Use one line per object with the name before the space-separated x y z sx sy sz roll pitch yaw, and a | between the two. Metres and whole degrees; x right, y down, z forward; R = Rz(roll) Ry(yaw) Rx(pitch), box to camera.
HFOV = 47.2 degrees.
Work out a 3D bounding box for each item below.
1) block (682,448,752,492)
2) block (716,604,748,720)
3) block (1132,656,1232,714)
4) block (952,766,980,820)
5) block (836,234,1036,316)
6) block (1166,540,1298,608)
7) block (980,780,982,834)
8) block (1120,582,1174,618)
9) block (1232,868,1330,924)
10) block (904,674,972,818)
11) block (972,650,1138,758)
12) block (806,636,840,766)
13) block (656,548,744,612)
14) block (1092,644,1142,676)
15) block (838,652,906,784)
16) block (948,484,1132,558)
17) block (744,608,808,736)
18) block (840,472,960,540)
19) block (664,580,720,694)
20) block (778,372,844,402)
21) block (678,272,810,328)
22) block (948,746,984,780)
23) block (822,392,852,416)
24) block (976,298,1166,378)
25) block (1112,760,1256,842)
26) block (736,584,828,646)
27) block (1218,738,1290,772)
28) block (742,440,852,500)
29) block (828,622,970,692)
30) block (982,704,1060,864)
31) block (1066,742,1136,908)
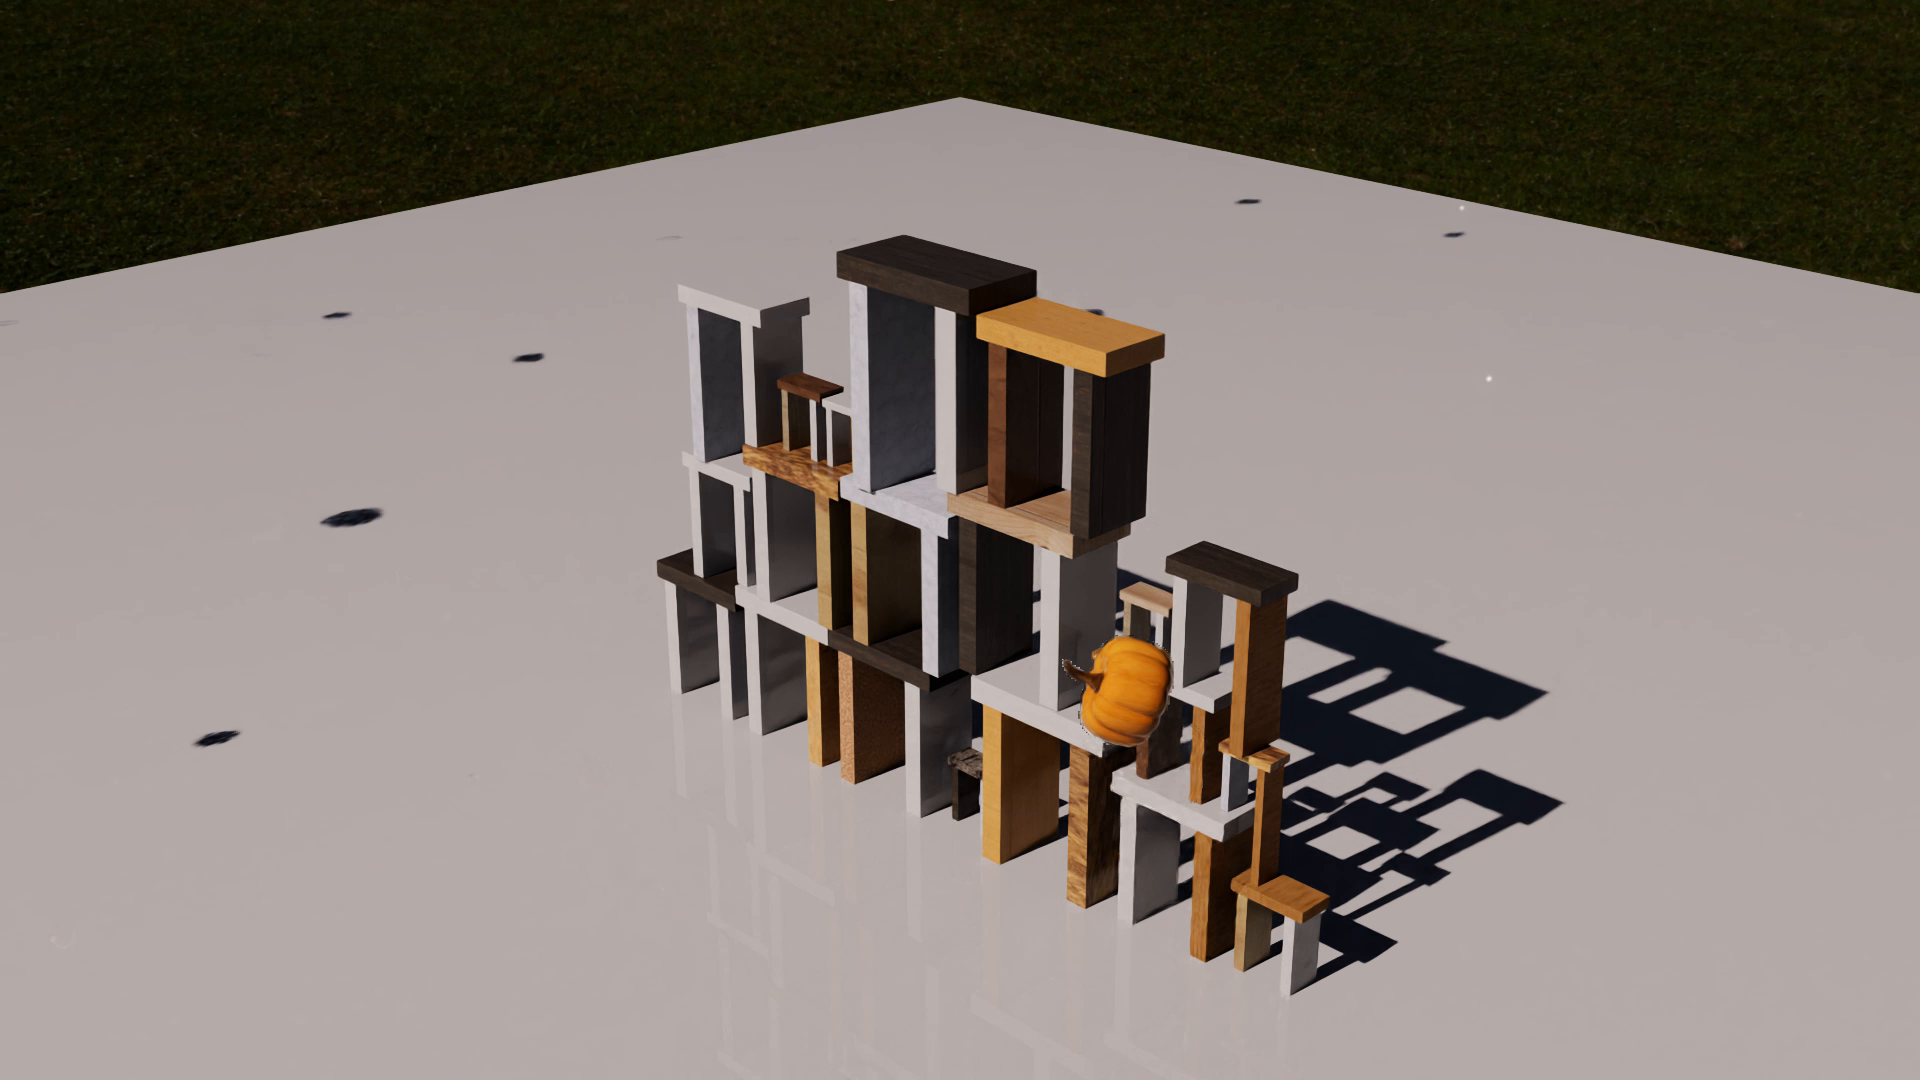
block | -0.476 -0.160 4.669 0.223 0.032 0.112 21 31 41
block | -0.464 0.248 4.830 0.038 0.270 0.135 21 31 41
block | 0.406 0.250 3.896 0.188 0.027 0.094 21 31 41
block | 0.011 0.501 4.428 0.017 0.120 0.060 21 31 41
block | -0.046 -0.492 4.063 0.175 0.050 0.350 -21 31 -41
block | 0.463 0.057 3.752 0.206 0.029 0.103 21 31 41
block | 0.068 0.523 4.376 0.017 0.120 0.060 21 31 41
block | 0.344 0.105 3.895 0.113 0.016 0.056 21 31 40
block | 0.563 0.621 3.870 0.156 0.022 0.078 21 31 41
block | -0.042 0.400 4.440 0.042 0.294 0.147 21 31 41
block | 0.199 0.304 4.130 0.334 0.047 0.167 21 31 40
block | -0.253 0.318 4.636 0.042 0.293 0.147 21 31 41
block | -0.528 0.082 4.828 0.270 0.038 0.135 21 31 41
block | 0.295 0.217 3.991 0.103 0.015 0.051 21 31 41
block | -0.181 0.346 4.568 0.042 0.294 0.147 21 31 41
block | 0.143 -0.052 4.043 0.315 0.045 0.158 21 31 41
block | -0.391 0.264 4.763 0.042 0.293 0.147 21 31 41
block | -0.076 -0.083 4.272 0.150 0.043 0.301 -21 31 -40
block | -0.592 0.199 4.947 0.038 0.270 0.135 21 31 41
block | -0.301 -0.307 4.419 0.129 0.018 0.064 21 31 41
block | -0.443 -0.492 4.493 0.261 0.037 0.131 21 31 41
block | 0.040 0.449 4.375 0.120 0.017 0.060 21 31 41
block | -0.214 -0.264 4.339 0.112 0.016 0.056 21 31 40
block | 0.192 -0.359 3.865 0.154 0.044 0.308 -21 31 -40
block | 0.414 0.459 3.966 0.260 0.037 0.130 21 31 41
block | -0.322 0.137 4.634 0.147 0.042 0.293 -21 31 -41
block | 0.512 0.369 3.823 0.056 0.016 0.112 -21 31 -40
block | -0.291 -0.156 4.469 0.146 0.041 0.292 -21 31 -41
block | -0.112 0.219 4.439 0.294 0.042 0.147 21 31 41
block | 0.120 0.448 4.277 0.167 0.334 0.047 -21 31 -41
block | 0.277 0.510 4.132 0.047 0.334 0.167 21 31 41
